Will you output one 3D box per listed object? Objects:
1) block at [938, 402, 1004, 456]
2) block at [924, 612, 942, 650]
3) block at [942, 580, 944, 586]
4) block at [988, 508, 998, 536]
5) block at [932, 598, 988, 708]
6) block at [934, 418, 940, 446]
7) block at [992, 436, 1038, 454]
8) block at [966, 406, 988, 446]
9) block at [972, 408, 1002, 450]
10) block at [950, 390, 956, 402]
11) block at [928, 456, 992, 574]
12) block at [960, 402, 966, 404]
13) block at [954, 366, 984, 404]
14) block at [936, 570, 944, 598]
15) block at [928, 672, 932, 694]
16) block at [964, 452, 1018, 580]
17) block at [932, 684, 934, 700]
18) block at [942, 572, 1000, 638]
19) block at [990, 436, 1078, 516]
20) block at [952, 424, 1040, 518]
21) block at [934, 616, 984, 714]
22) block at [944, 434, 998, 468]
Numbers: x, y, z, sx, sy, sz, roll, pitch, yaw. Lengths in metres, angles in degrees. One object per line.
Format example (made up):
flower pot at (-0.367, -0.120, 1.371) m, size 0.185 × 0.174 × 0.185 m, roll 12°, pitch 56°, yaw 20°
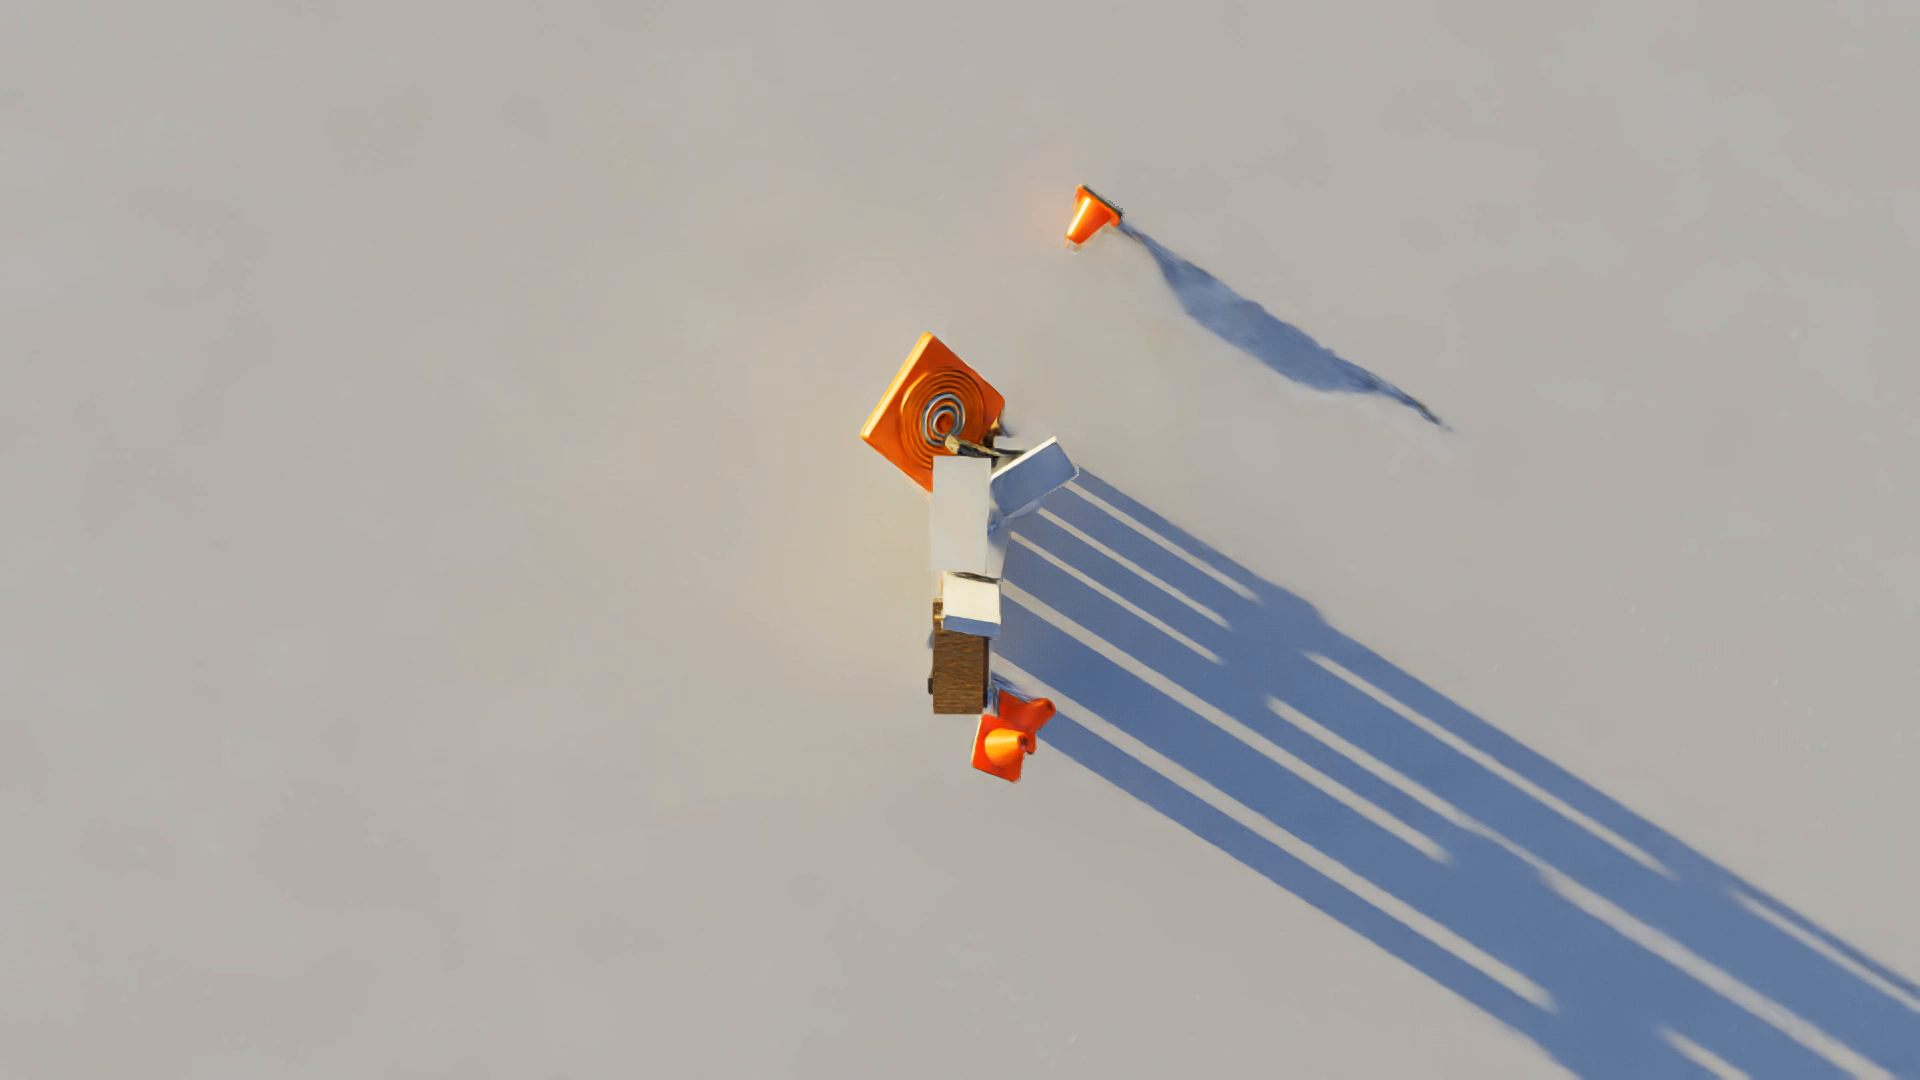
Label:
block at (0.026, -0.194, 4.481) m, size 0.175 × 0.049 × 0.349 m, roll 2°, pitch 90°, yaw -2°
block at (-0.010, 0.238, 4.131) m, size 0.119 × 0.239 × 0.034 m, roll 26°, pitch 64°, yaw 1°
block at (-0.001, 0.128, 4.474) m, size 0.095 × 0.191 × 0.027 m, roll 0°, pitch 94°, yaw -2°
block at (0.032, -0.076, 3.977) m, size 0.038 × 0.266 × 0.133 m, roll -32°, pitch 84°, yaw -6°
block at (0.001, 0.295, 4.281) m, size 0.145 × 0.041 × 0.290 m, roll 1°, pitch 105°, yaw 0°
block at (0.020, -0.313, 4.819) m, size 0.175 × 0.625 × 0.049 m, roll 2°, pitch 90°, yaw -2°
block at (0.135, -0.235, 4.119) m, size 0.101 × 0.415 × 0.029 m, roll 6°, pitch 92°, yaw 0°
block at (0.059, -0.300, 4.412) m, size 0.061 × 0.017 × 0.122 m, roll -18°, pitch 52°, yaw 0°
block at (0.074, -0.293, 4.382) m, size 0.061 × 0.017 × 0.121 m, roll -16°, pitch 52°, yaw 3°
block at (0.005, -0.407, 5.340) m, size 0.074 × 0.021 × 0.149 m, roll 0°, pitch 90°, yaw -1°
block at (0.000, -0.059, 3.822) m, size 0.133 × 0.038 × 0.266 m, roll 3°, pitch 89°, yaw 4°
block at (0.013, -0.339, 5.143) m, size 0.087 × 0.025 × 0.174 m, roll 1°, pitch 90°, yaw -2°
block at (0.023, -0.443, 4.833) m, size 0.061 × 0.994 × 0.017 m, roll -5°, pitch 89°, yaw -1°
block at (0.000, 0.217, 4.590) m, size 0.138 × 0.039 × 0.275 m, roll 0°, pitch 90°, yaw 0°
block at (-0.005, 0.383, 4.723) m, size 0.145 × 0.779 × 0.041 m, roll -1°, pitch 90°, yaw 1°
block at (0.054, -0.067, 4.136) m, size 0.154 × 0.044 × 0.309 m, roll 11°, pitch 85°, yaw -1°
block at (-0.009, 0.384, 4.162) m, size 0.119 × 0.239 × 0.034 m, roll 1°, pitch 86°, yaw 0°
block at (0.026, 0.123, 4.100) m, size 0.133 × 0.514 × 0.038 m, roll 10°, pitch 108°, yaw -3°
block at (0.166, -0.149, 3.911) m, size 0.202 × 0.029 × 0.101 m, roll -31°, pitch 112°, yaw 10°
block at (0.089, -0.171, 4.332) m, size 0.154 × 0.309 × 0.044 m, roll -20°, pitch 134°, yaw -2°
block at (-0.004, 0.304, 4.008) m, size 0.119 × 0.034 × 0.238 m, roll 1°, pitch 100°, yaw 0°
block at (0.028, -0.216, 4.006) m, size 0.101 × 0.202 × 0.029 m, roll 19°, pitch 97°, yaw -11°
